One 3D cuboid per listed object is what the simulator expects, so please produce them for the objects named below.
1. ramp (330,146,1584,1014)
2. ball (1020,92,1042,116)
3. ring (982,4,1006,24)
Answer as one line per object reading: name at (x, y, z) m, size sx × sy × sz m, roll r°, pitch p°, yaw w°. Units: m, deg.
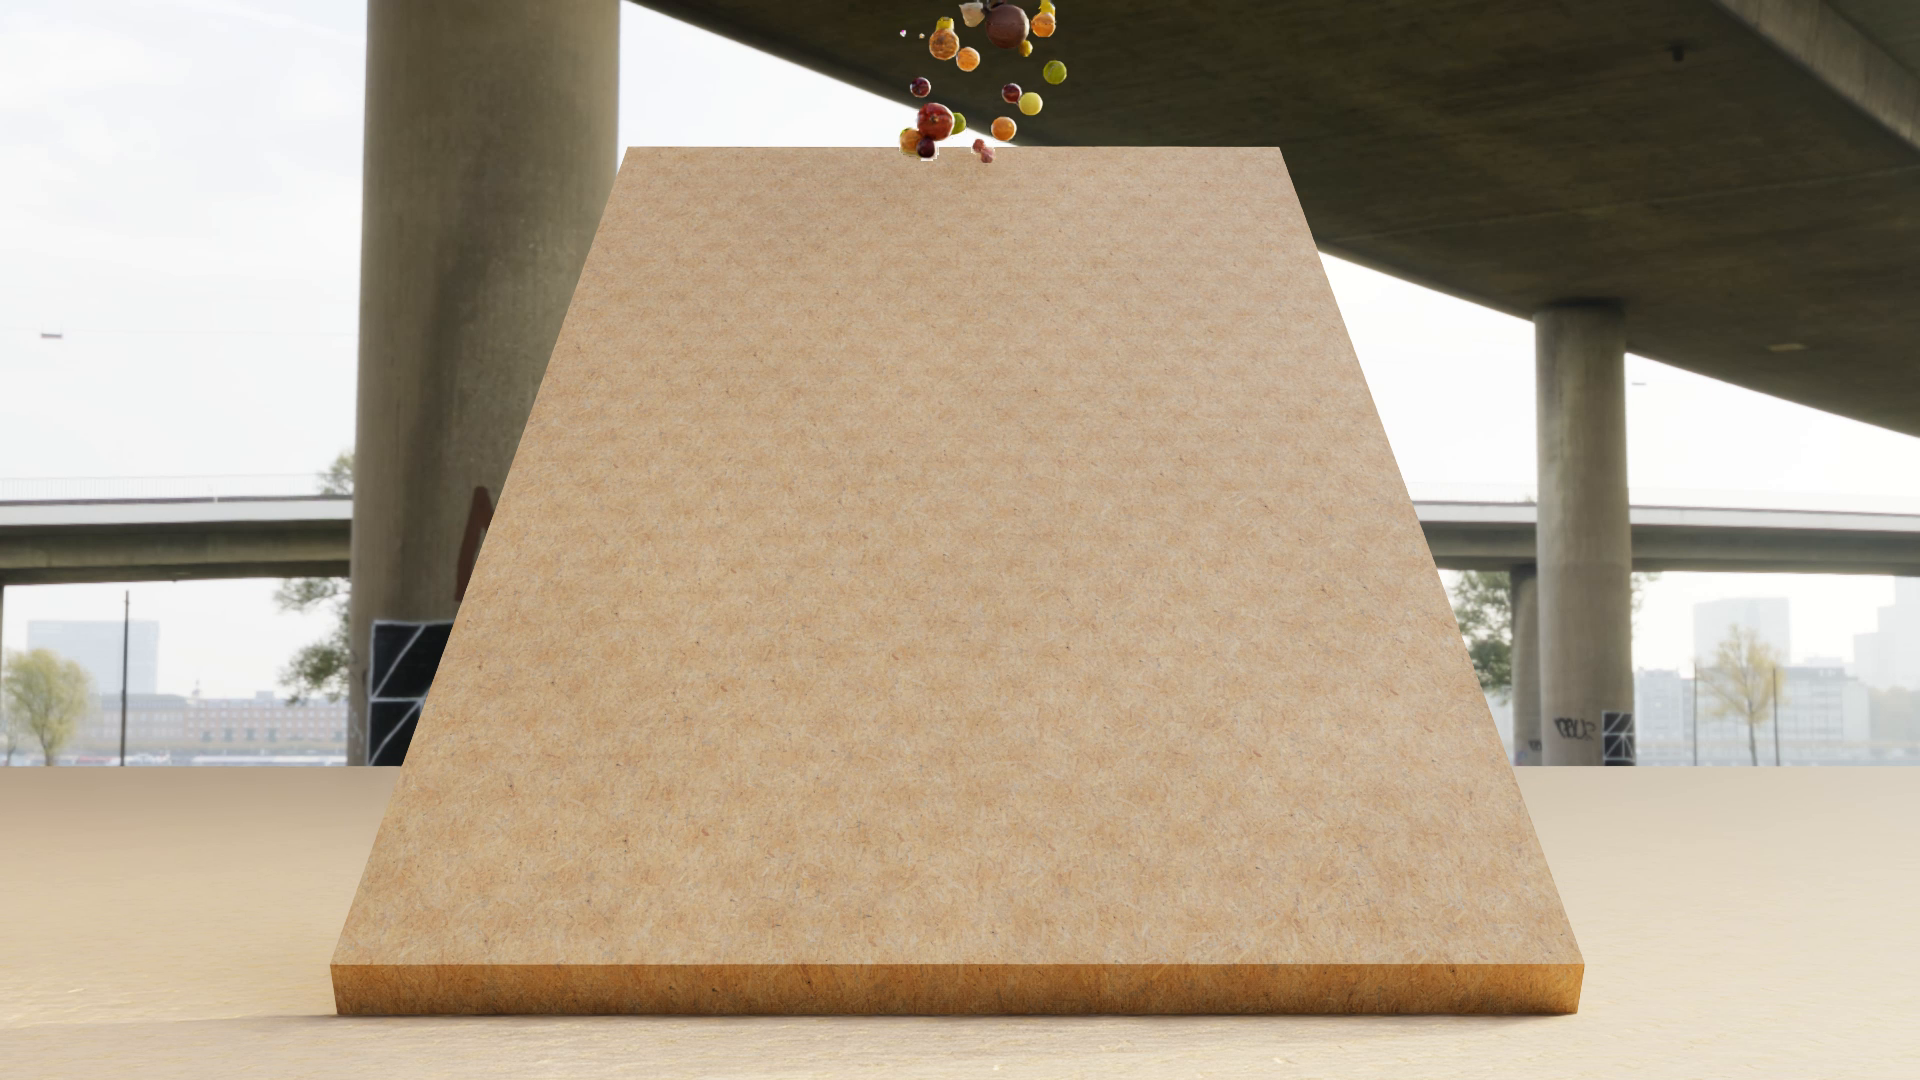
ramp at (-0.011, -0.222, 5.592) m, size 2.000 × 0.100 × 4.000 m, roll 0°, pitch 28°, yaw 0°
ball at (0.207, -1.276, 6.985) m, size 0.067 × 0.067 × 0.067 m, roll 0°, pitch -5°, yaw 0°
ring at (0.102, -1.593, 7.226) m, size 0.081 × 0.081 × 0.027 m, roll 4°, pitch -50°, yaw -39°
